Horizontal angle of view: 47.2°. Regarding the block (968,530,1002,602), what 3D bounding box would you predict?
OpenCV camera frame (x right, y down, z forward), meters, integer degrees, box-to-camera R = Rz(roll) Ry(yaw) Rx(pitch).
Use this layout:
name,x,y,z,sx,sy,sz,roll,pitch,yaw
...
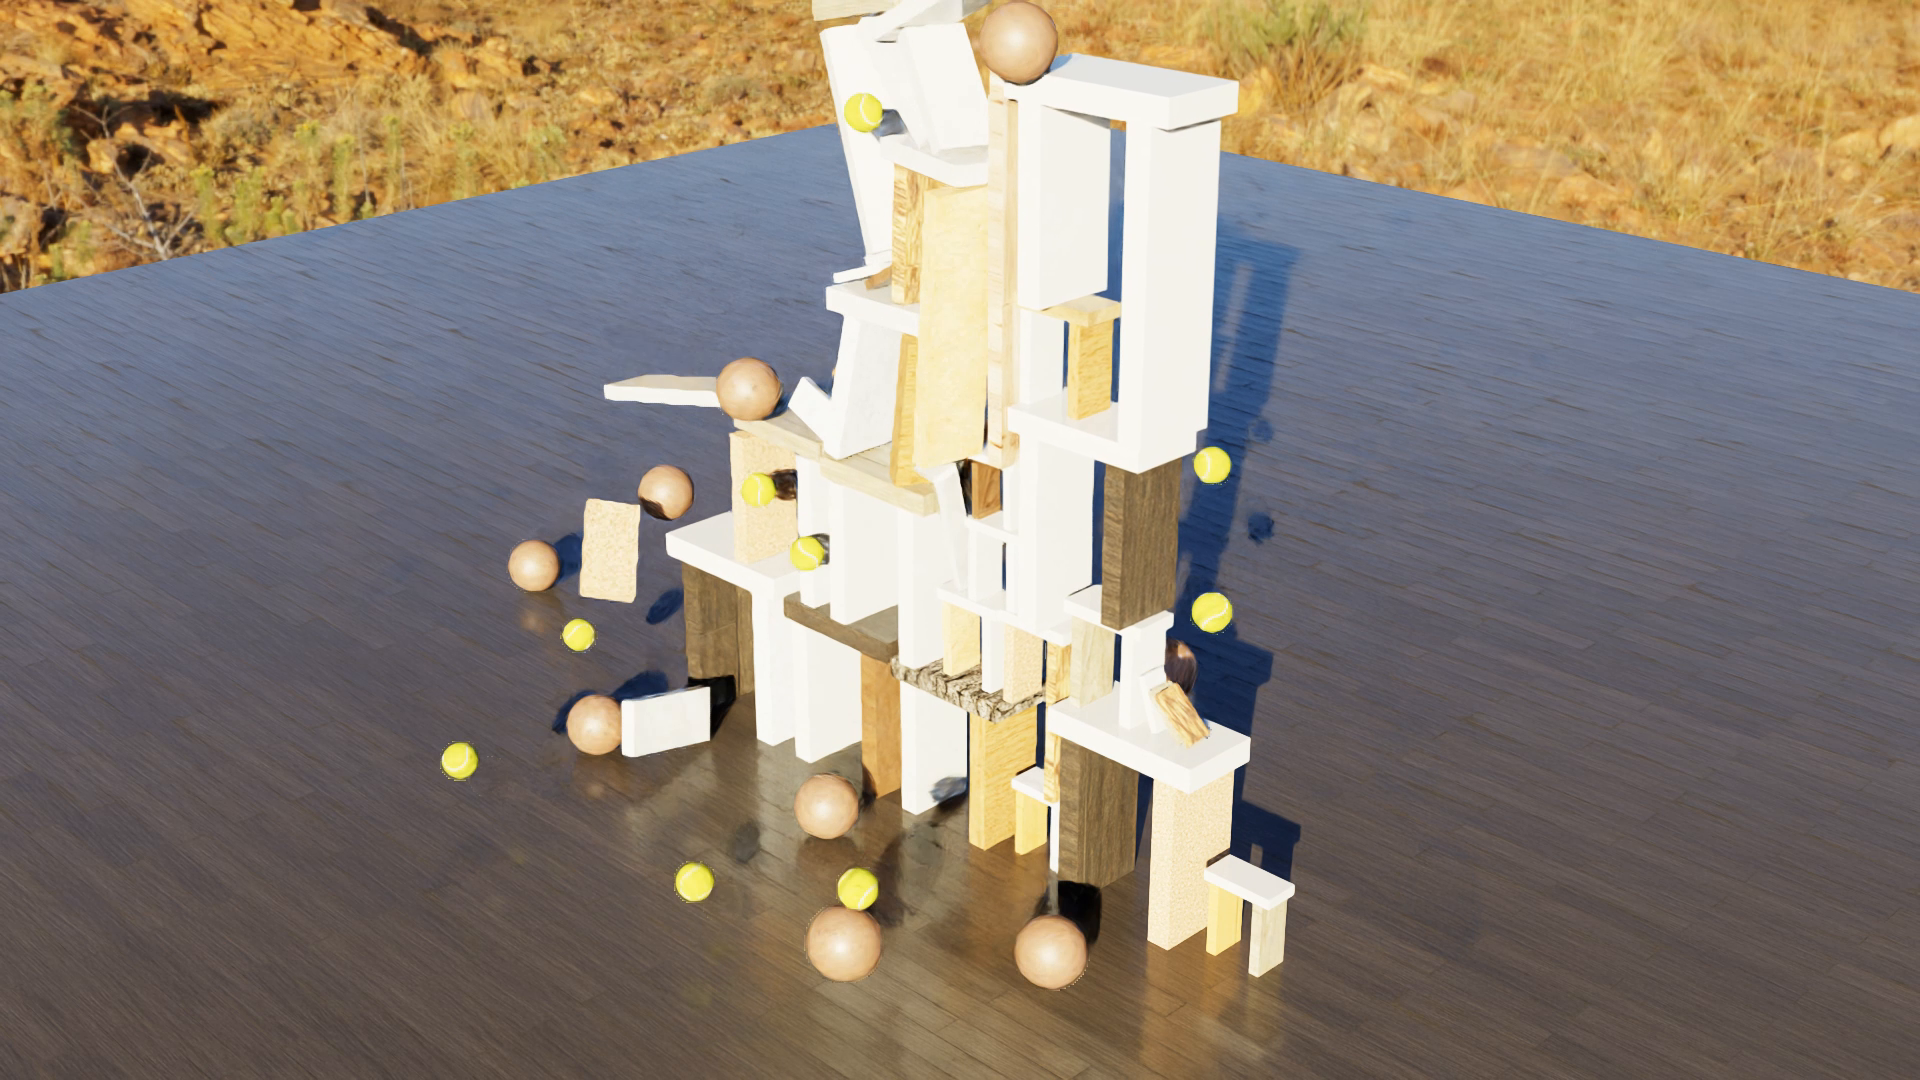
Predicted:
name,x,y,z,sx,sy,sz,roll,pitch,yaw
block,0.049,0.037,4.173,0.020,0.148,0.070,23,34,40

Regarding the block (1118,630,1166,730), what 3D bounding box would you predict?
name,x,y,z,sx,sy,sz,roll,pitch,yaw
block,0.329,0.242,3.970,0.026,0.182,0.091,22,31,40

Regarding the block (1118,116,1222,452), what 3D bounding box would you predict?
name,x,y,z,sx,sy,sz,roll,pitch,yaw
block,0.347,-0.431,3.657,0.177,0.552,0.050,-21,31,-40

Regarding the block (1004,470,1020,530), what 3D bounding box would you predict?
name,x,y,z,sx,sy,sz,roll,pitch,yaw
block,0.106,-0.082,4.063,0.017,0.118,0.059,20,32,39

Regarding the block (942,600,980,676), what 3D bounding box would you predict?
name,x,y,z,sx,sy,sz,roll,pitch,yaw
block,0.003,0.179,4.288,0.022,0.158,0.079,21,32,40

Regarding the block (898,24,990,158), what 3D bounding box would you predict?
name,x,y,z,sx,sy,sz,roll,pitch,yaw
block,-0.020,-0.789,3.853,0.117,0.235,0.033,-11,-13,-26

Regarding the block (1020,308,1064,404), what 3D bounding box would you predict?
name,x,y,z,sx,sy,sz,roll,pitch,yaw
block,0.145,-0.336,3.917,0.025,0.174,0.087,22,31,40

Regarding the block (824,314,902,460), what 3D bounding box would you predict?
name,x,y,z,sx,sy,sz,roll,pitch,yaw
block,-0.178,-0.315,4.300,0.043,0.302,0.151,33,37,31

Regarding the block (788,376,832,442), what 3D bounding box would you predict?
name,x,y,z,sx,sy,sz,roll,pitch,yaw
block,-0.285,-0.260,4.388,0.020,0.071,0.142,8,28,-45

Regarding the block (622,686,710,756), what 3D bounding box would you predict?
name,x,y,z,sx,sy,sz,roll,pitch,yaw
block,-0.618,0.381,4.639,0.033,0.115,0.230,5,8,36

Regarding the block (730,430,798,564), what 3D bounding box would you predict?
name,x,y,z,sx,sy,sz,roll,pitch,yaw
block,-0.410,-0.102,4.608,0.040,0.282,0.141,21,30,40

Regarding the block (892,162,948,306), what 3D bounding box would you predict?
name,x,y,z,sx,sy,sz,roll,pitch,yaw
block,-0.061,-0.571,4.037,0.132,0.264,0.037,-17,30,-37

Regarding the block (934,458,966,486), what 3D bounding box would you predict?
name,x,y,z,sx,sy,sz,roll,pitch,yaw
block,-0.019,-0.143,4.173,0.049,0.098,0.014,-9,53,-22

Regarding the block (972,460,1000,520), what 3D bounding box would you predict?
name,x,y,z,sx,sy,sz,roll,pitch,yaw
block,0.048,-0.102,4.111,0.017,0.118,0.059,21,32,40

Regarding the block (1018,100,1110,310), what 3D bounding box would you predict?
name,x,y,z,sx,sy,sz,roll,pitch,yaw
block,0.178,-0.587,3.770,0.050,0.354,0.177,21,31,41

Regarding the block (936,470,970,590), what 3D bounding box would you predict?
name,x,y,z,sx,sy,sz,roll,pitch,yaw
block,-0.007,-0.019,4.131,0.014,0.292,0.049,27,57,30

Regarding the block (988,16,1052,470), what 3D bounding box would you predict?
name,x,y,z,sx,sy,sz,roll,pitch,yaw
block,0.103,-0.510,3.863,0.033,0.793,0.117,22,33,39

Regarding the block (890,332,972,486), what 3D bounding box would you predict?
name,x,y,z,sx,sy,sz,roll,pitch,yaw
block,-0.044,-0.250,4.135,0.151,0.322,0.043,-8,40,-18

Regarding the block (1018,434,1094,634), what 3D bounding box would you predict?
name,x,y,z,sx,sy,sz,roll,pitch,yaw
block,0.175,-0.029,4.015,0.043,0.381,0.153,21,31,40

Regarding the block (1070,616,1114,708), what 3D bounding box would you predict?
name,x,y,z,sx,sy,sz,roll,pitch,yaw
block,0.244,0.210,4.046,0.026,0.182,0.091,22,32,40

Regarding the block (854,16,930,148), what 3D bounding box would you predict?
name,x,y,z,sx,sy,sz,roll,pitch,yaw
block,-0.070,-0.827,3.946,0.134,0.038,0.267,-15,68,-34

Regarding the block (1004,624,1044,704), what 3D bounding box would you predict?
name,x,y,z,sx,sy,sz,roll,pitch,yaw
block,0.121,0.222,4.181,0.023,0.164,0.082,23,32,40

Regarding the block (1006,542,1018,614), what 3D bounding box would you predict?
name,x,y,z,sx,sy,sz,roll,pitch,yaw
block,0.118,0.061,4.109,0.020,0.140,0.070,22,33,40

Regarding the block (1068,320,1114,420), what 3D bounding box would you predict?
name,x,y,z,sx,sy,sz,roll,pitch,yaw
block,0.227,-0.304,3.842,0.025,0.174,0.087,21,31,40

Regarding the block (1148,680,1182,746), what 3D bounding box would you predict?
name,x,y,z,sx,sy,sz,roll,pitch,yaw
block,0.384,0.309,3.933,0.054,0.108,0.015,-22,-13,-41

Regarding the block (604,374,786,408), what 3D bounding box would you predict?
name,x,y,z,sx,sy,sz,roll,pitch,yaw
block,-0.583,-0.324,4.770,0.115,0.033,0.562,-18,16,-35

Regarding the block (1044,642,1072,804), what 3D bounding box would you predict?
name,x,y,z,sx,sy,sz,roll,pitch,yaw
block,0.198,0.332,4.143,0.023,0.337,0.082,22,31,40

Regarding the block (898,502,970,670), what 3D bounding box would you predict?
name,x,y,z,sx,sy,sz,roll,pitch,yaw
block,-0.051,0.076,4.311,0.151,0.331,0.043,-21,31,-40

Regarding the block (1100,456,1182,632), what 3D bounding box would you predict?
name,x,y,z,sx,sy,sz,roll,pitch,yaw
block,0.318,-0.007,3.867,0.153,0.306,0.043,-21,31,-41

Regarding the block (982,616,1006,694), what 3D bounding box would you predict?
name,x,y,z,sx,sy,sz,roll,pitch,yaw
block,0.078,0.208,4.221,0.022,0.158,0.079,21,32,40

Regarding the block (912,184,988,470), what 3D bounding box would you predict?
name,x,y,z,sx,sy,sz,roll,pitch,yaw
block,-0.010,-0.379,3.911,0.132,0.516,0.037,-18,34,-34

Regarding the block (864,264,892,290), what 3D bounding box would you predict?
name,x,y,z,sx,sy,sz,roll,pitch,yaw
block,-0.118,-0.503,4.129,0.065,0.018,0.130,-17,-2,-37

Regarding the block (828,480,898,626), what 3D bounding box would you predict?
name,x,y,z,sx,sy,sz,roll,pitch,yaw
block,-0.193,0.007,4.436,0.043,0.301,0.151,22,31,40

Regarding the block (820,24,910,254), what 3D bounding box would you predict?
name,x,y,z,sx,sy,sz,roll,pitch,yaw
block,-0.150,-0.753,4.108,0.134,0.419,0.038,-13,3,-19

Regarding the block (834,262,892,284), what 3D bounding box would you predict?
name,x,y,z,sx,sy,sz,roll,pitch,yaw
block,-0.174,-0.514,4.204,0.131,0.018,0.065,-6,8,44

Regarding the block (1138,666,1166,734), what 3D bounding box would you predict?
name,x,y,z,sx,sy,sz,roll,pitch,yaw
block,0.355,0.288,3.959,0.054,0.108,0.015,-22,12,-41

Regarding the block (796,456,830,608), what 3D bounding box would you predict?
name,x,y,z,sx,sy,sz,roll,pitch,yaw
block,-0.263,-0.034,4.502,0.141,0.324,0.040,-21,31,-41
